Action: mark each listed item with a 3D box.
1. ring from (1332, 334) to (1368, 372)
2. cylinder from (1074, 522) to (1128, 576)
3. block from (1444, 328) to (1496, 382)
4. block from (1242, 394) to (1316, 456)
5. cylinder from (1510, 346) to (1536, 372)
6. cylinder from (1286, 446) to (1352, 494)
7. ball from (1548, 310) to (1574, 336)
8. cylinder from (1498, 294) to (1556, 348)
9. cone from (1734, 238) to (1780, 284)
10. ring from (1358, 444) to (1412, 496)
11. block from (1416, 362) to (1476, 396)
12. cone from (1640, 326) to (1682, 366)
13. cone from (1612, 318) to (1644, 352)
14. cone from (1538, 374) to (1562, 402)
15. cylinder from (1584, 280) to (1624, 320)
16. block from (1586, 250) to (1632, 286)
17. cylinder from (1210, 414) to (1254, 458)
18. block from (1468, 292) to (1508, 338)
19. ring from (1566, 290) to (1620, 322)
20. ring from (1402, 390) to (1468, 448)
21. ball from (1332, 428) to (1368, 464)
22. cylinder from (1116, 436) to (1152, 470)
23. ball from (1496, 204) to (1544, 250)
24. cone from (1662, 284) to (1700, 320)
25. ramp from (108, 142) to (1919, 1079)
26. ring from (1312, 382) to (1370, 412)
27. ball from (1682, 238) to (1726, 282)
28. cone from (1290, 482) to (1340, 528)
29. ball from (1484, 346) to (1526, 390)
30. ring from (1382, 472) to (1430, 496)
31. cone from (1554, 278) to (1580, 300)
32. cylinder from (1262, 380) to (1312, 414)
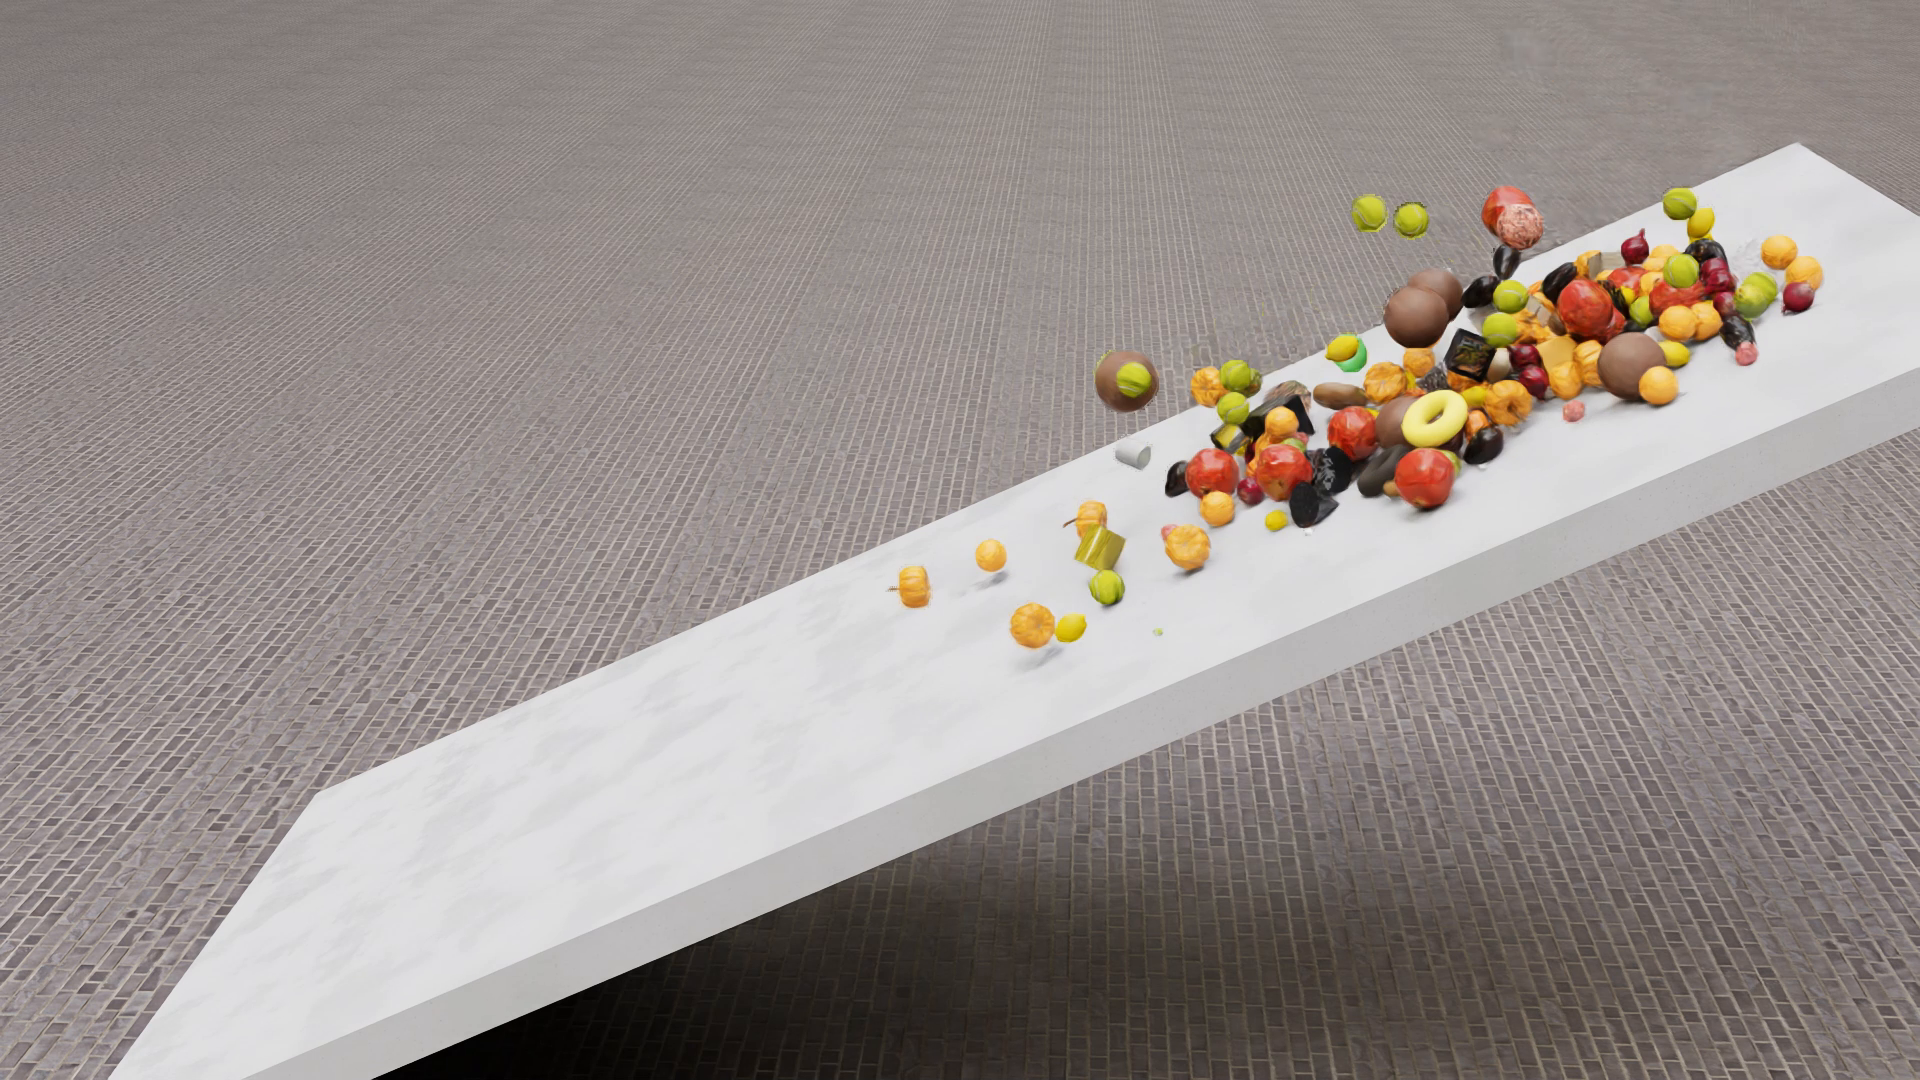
[{"bbox_3d":[0.832,-0.399,6.287,0.087,0.087,0.029,13,29,38],"label":"ring"},{"bbox_3d":[0.291,0.018,6.089,0.085,0.085,0.085,25,2,-1],"label":"cylinder"},{"bbox_3d":[1.029,-0.373,5.933,0.073,0.073,0.073,19,20,-6],"label":"block"},{"bbox_3d":[0.698,-0.251,6.431,0.094,0.094,0.094,-33,15,-27],"label":"block"},{"bbox_3d":[1.140,-0.369,5.965,0.052,0.052,0.052,-1,3,0],"label":"cylinder"},{"bbox_3d":[0.725,-0.137,5.935,0.094,0.094,0.094,-12,3,-38],"label":"cylinder"},{"bbox_3d":[1.198,-0.432,5.861,0.051,0.051,0.051,0,16,0],"label":"ball"},{"bbox_3d":[1.200,-0.444,6.169,0.099,0.099,0.099,43,11,-12],"label":"cylinder"},{"bbox_3d":[1.634,-0.565,5.985,0.096,0.096,0.096,9,7,30],"label":"cone"},{"bbox_3d":[0.836,-0.137,5.787,0.128,0.043,0.128,-43,9,8],"label":"ring"},{"bbox_3d":[1.016,-0.330,6.149,0.073,0.073,0.073,-38,1,-43],"label":"block"},{"bbox_3d":[1.356,-0.363,5.754,0.084,0.084,0.084,-3,-20,-10],"label":"cone"},{"bbox_3d":[1.315,-0.392,5.823,0.066,0.066,0.066,-35,25,-11],"label":"cone"},{"bbox_3d":[1.167,-0.308,5.868,0.051,0.051,0.051,-24,13,6],"label":"cone"},{"bbox_3d":[1.308,-0.487,5.969,0.078,0.078,0.078,4,9,14],"label":"cylinder"},{"bbox_3d":[1.409,-0.587,6.380,0.065,0.065,0.065,-5,-6,-16],"label":"block"},{"bbox_3d":[0.586,-0.225,6.344,0.066,0.066,0.066,-41,1,22],"label":"cylinder"},{"bbox_3d":[1.100,-0.469,6.133,0.059,0.059,0.059,-33,14,24],"label":"block"},{"bbox_3d":[1.309,-0.483,6.074,0.114,0.038,0.114,8,26,-4],"label":"ring"},{"bbox_3d":[0.922,-0.235,5.713,0.137,0.046,0.137,-26,35,21],"label":"ring"},{"bbox_3d":[0.802,-0.194,6.050,0.077,0.077,0.077,0,16,0],"label":"ball"},{"bbox_3d":[0.378,-0.189,6.399,0.057,0.057,0.057,26,27,30],"label":"cylinder"},{"bbox_3d":[1.141,-0.639,5.991,0.095,0.095,0.095,0,16,0],"label":"ball"},{"bbox_3d":[1.467,-0.475,5.989,0.072,0.072,0.072,4,-10,13],"label":"cone"},{"bbox_3d":[0.135,0.169,6.283,4.000,0.100,2.000,-24,13,9],"label":"ramp"},{"bbox_3d":[0.830,-0.311,6.410,0.125,0.042,0.125,9,-9,1],"label":"ring"},{"bbox_3d":[1.552,-0.583,6.131,0.090,0.090,0.090,0,16,0],"label":"ball"},{"bbox_3d":[0.716,-0.070,5.806,0.092,0.092,0.092,-2,15,-31],"label":"cone"},{"bbox_3d":[1.120,-0.355,6.057,0.088,0.088,0.088,0,16,0],"label":"ball"},{"bbox_3d":[0.862,-0.107,5.681,0.093,0.031,0.093,-16,4,1],"label":"ring"},{"bbox_3d":[1.320,-0.531,6.356,0.054,0.054,0.054,10,-14,32],"label":"cone"},{"bbox_3d":[0.728,-0.305,6.550,0.090,0.090,0.090,-2,-3,-8],"label":"cylinder"}]
